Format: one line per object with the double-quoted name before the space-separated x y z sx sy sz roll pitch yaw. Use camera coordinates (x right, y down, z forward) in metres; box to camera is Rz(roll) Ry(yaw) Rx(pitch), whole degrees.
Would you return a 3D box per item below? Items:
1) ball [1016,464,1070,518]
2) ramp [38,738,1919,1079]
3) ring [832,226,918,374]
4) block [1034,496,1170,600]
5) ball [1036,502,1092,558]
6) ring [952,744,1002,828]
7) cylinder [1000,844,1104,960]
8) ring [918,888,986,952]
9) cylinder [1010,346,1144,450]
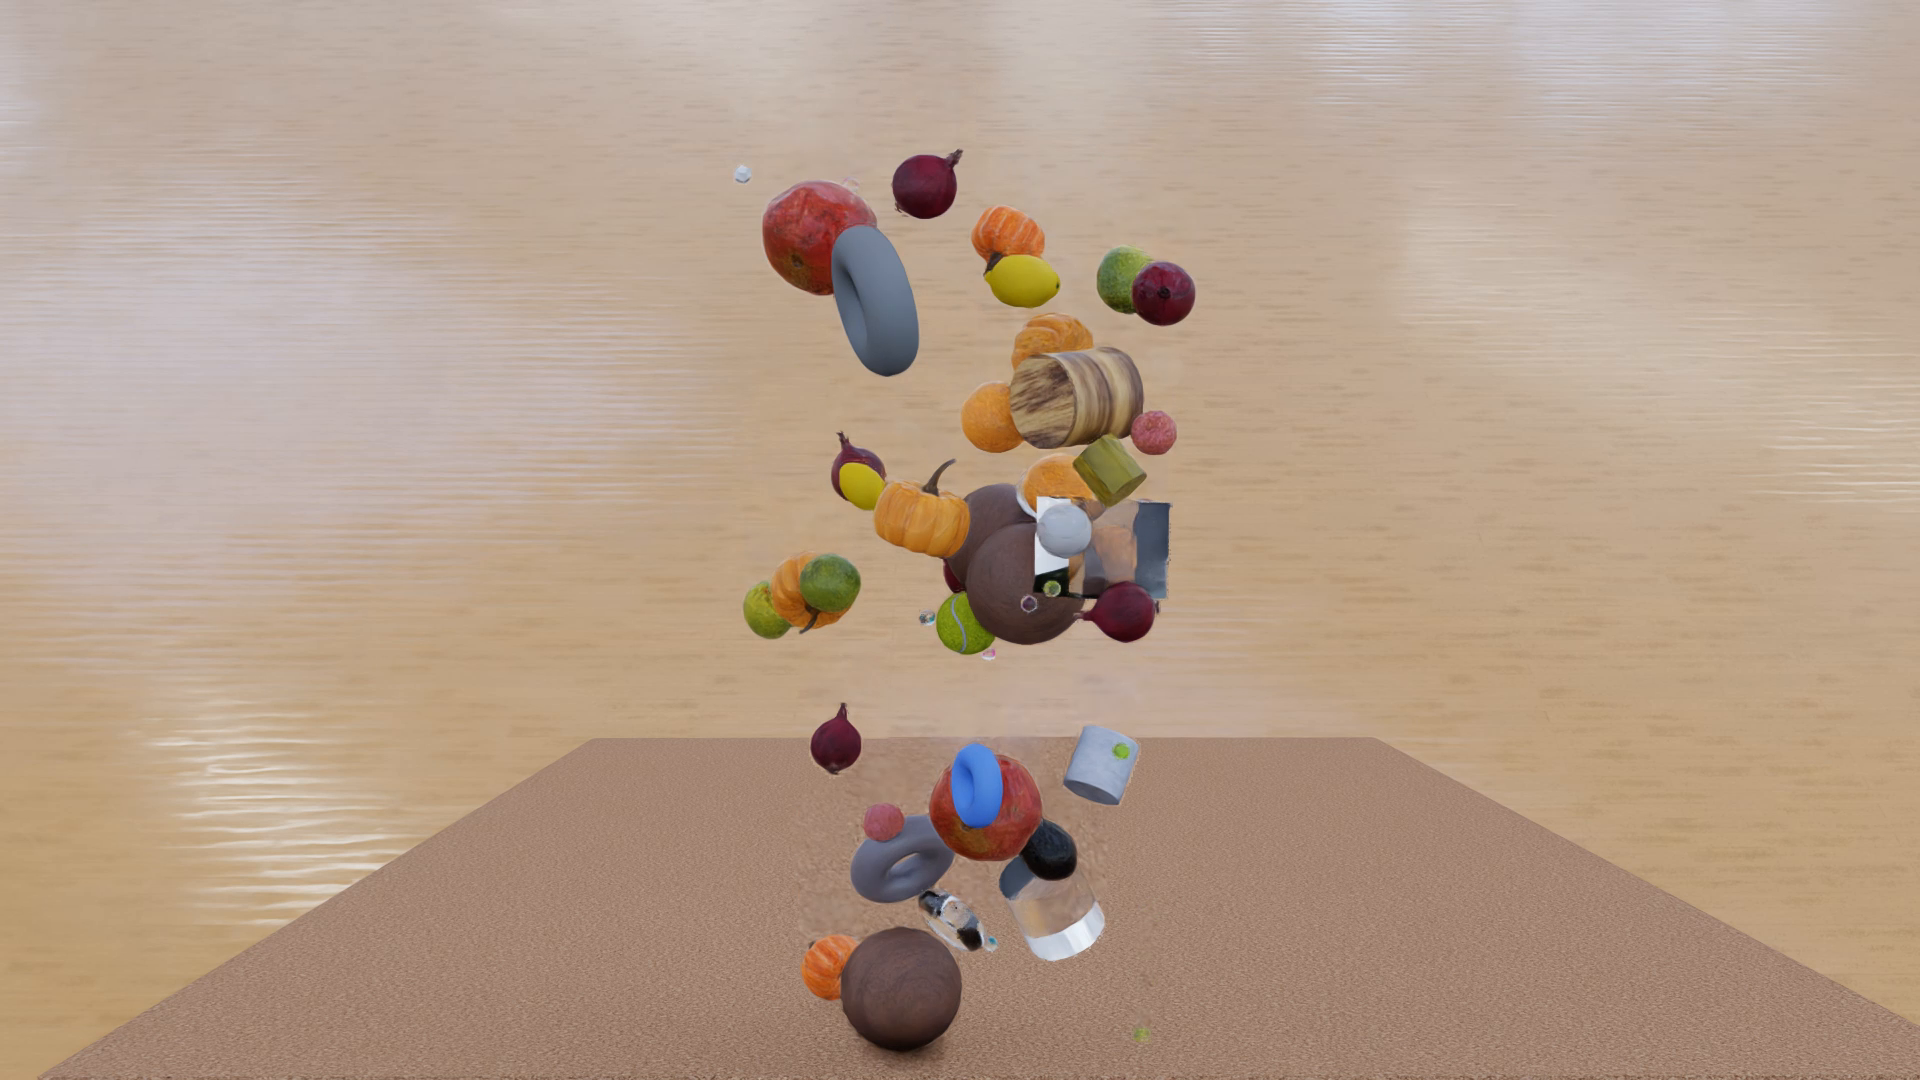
"ball" 0.089 -0.052 2.785 0.058 0.058 0.058 0 28 0
"ramp" 0.064 0.574 4.618 2.000 0.100 4.000 0 1 0
"ring" -0.077 -0.216 2.338 0.047 0.140 0.140 -17 32 -14
"block" 0.143 0.008 2.616 0.098 0.098 0.098 1 3 -28
"ball" 0.096 -0.009 2.373 0.051 0.051 0.051 0 28 0
"ring" 0.016 0.243 2.558 0.028 0.084 0.084 -1 27 -24
"cylinder" 0.106 0.418 2.983 0.094 0.094 0.094 -20 29 11
"ring" -0.009 0.409 2.786 0.087 0.087 0.029 25 64 38
"cylinder" 0.112 -0.136 2.473 0.091 0.091 0.091 -9 28 -40
